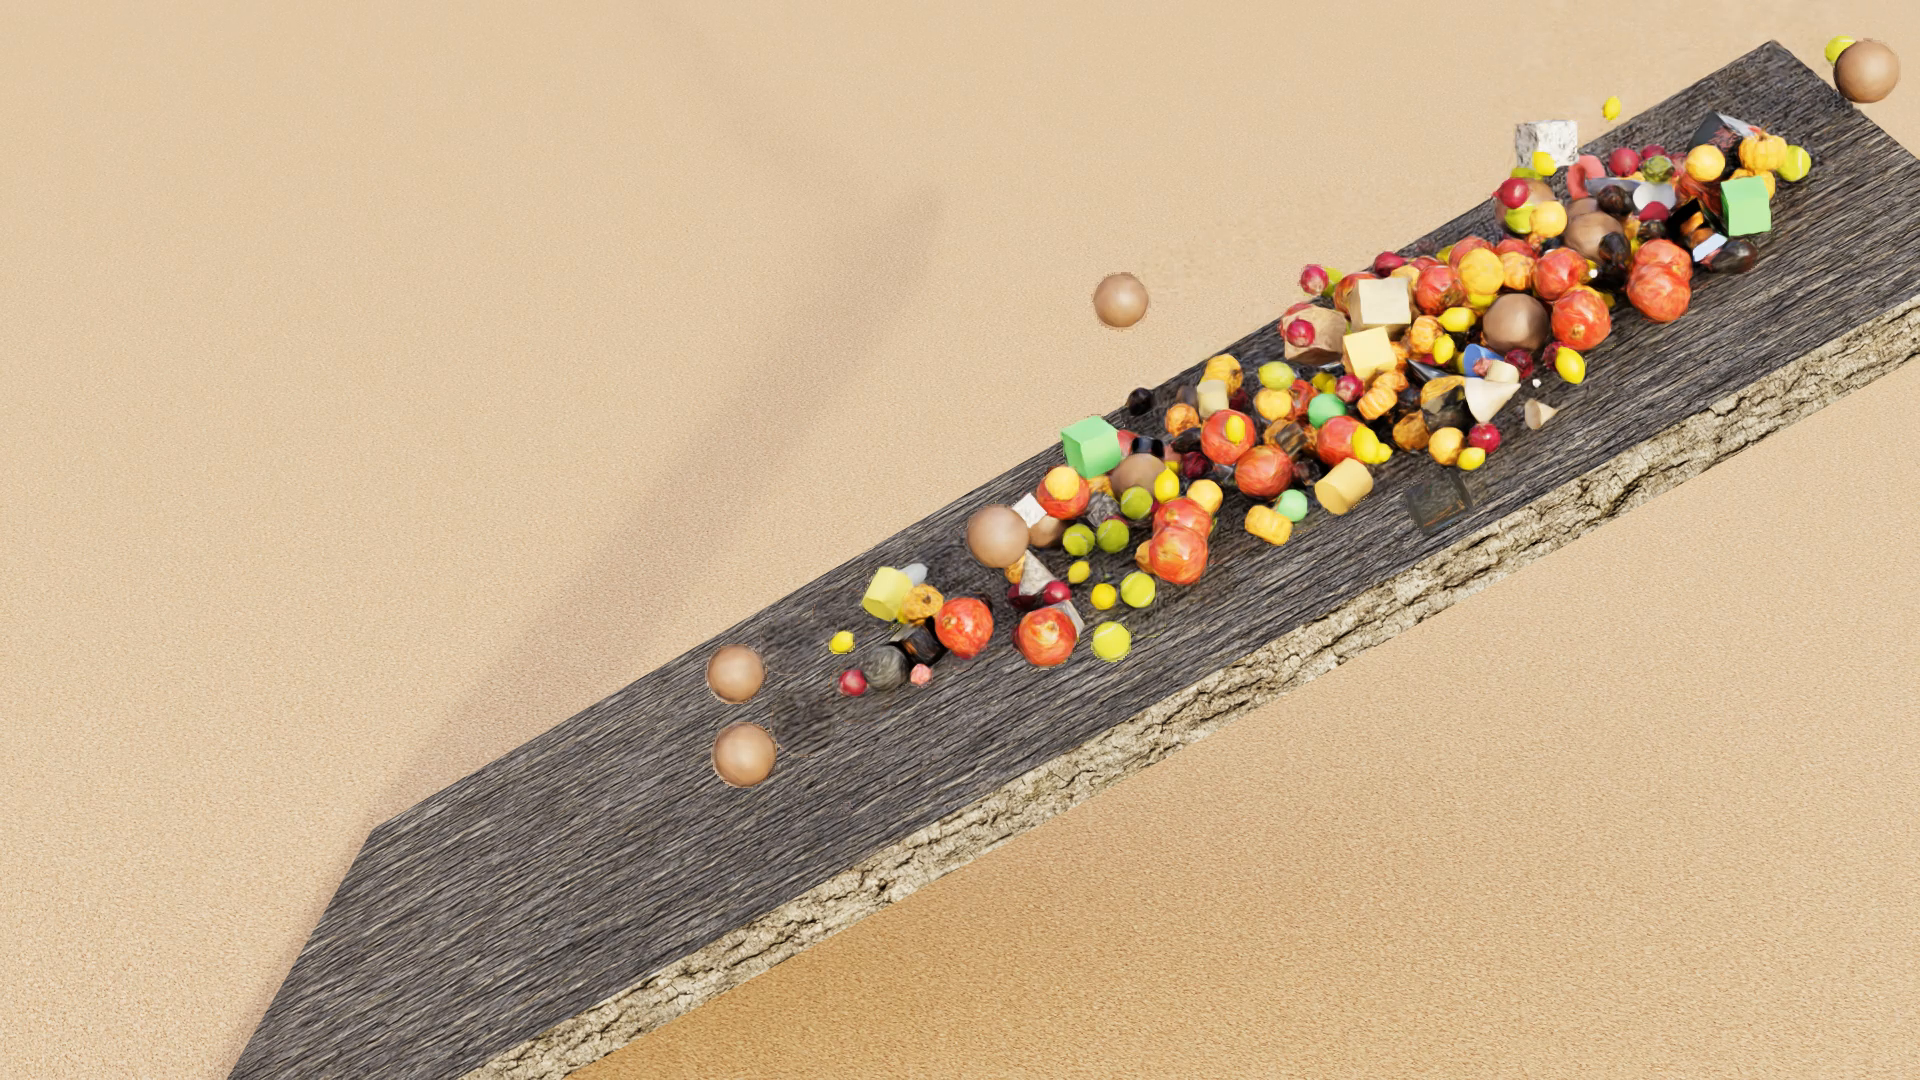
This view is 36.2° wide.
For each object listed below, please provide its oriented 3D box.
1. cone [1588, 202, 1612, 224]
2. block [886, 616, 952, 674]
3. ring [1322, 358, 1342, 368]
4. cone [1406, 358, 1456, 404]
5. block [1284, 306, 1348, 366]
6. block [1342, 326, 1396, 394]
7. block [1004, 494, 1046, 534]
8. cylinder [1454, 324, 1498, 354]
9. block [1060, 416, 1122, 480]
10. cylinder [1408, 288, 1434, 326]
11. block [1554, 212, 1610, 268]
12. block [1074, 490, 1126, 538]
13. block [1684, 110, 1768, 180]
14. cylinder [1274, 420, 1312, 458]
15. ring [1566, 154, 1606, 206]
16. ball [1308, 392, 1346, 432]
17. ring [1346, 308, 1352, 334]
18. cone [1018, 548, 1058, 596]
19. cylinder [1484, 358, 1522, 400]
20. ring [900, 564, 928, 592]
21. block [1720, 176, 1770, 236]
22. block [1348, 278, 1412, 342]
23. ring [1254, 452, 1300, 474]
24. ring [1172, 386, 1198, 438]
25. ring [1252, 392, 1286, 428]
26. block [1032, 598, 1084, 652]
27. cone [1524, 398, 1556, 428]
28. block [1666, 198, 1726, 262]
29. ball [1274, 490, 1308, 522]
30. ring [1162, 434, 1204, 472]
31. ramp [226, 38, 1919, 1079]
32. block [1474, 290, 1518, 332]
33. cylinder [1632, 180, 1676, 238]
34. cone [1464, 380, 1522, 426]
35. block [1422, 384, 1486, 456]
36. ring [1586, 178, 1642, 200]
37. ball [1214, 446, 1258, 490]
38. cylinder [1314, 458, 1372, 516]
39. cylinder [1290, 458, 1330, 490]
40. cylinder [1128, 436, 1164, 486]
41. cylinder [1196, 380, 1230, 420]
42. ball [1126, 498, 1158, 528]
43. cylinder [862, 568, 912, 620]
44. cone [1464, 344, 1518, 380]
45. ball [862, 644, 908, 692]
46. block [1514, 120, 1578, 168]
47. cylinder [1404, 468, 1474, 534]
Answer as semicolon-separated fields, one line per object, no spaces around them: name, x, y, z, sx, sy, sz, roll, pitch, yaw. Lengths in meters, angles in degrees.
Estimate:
cone;1.352;-0.682;6.282;0.056;0.056;0.056;15;48;-17
block;-0.086;0.221;6.222;0.082;0.082;0.082;-43;17;-32
ring;0.829;-0.410;6.475;0.088;0.029;0.088;-36;15;11
cone;0.918;-0.332;5.840;0.095;0.095;0.095;40;18;-8
block;0.747;-0.427;6.172;0.092;0.092;0.092;9;-19;-35
block;0.819;-0.360;5.891;0.085;0.085;0.085;-13;59;-1
block;0.136;-0.054;6.204;0.055;0.055;0.055;-39;3;29
cylinder;1.036;-0.399;5.910;0.065;0.065;0.065;-5;13;-14
block;0.287;-0.202;6.404;0.089;0.089;0.089;-24;30;-17
cylinder;0.944;-0.489;6.137;0.070;0.070;0.070;17;24;19
block;1.294;-0.626;6.120;0.076;0.076;0.076;-30;15;9
block;0.304;-0.056;6.310;0.069;0.069;0.069;-51;18;-7
block;1.497;-0.767;5.747;0.092;0.092;0.092;10;33;-37
cylinder;0.663;-0.203;5.871;0.055;0.055;0.055;-38;18;8
ring;1.364;-0.782;6.404;0.038;0.114;0.114;-8;21;-24
ball;0.735;-0.255;5.885;0.078;0.078;0.078;0;19;0
ring;0.909;-0.505;6.588;0.140;0.047;0.140;-31;15;9
cone;0.149;0.058;6.029;0.088;0.088;0.088;-16;13;4
cylinder;1.033;-0.307;5.606;0.060;0.060;0.060;20;5;-2
ring;-0.126;0.095;6.807;0.114;0.038;0.114;-31;14;9
block;1.499;-0.637;5.613;0.077;0.077;0.077;-9;36;8
block;0.855;-0.468;5.998;0.099;0.099;0.099;-2;-19;-6
ring;0.642;-0.158;5.974;0.095;0.032;0.095;-13;3;1
ring;0.507;-0.287;6.601;0.041;0.122;0.122;7;18;-8
ring;0.661;-0.277;6.296;0.083;0.083;0.028;17;38;40
block;0.195;0.170;5.845;0.066;0.066;0.066;-24;17;31
cone;1.077;-0.234;5.405;0.057;0.057;0.057;-4;19;-25
block;1.402;-0.591;5.601;0.072;0.072;0.072;33;35;-30
ball;0.641;-0.066;5.689;0.063;0.063;0.063;0;19;0
ring;0.483;-0.190;6.466;0.118;0.039;0.118;-30;16;9
ramp;0.141;0.169;6.288;4.000;0.100;2.000;-29;15;13
block;1.093;-0.467;6.006;0.053;0.053;0.053;18;41;-48
cylinder;1.403;-0.668;5.945;0.085;0.085;0.085;-4;61;8
cone;0.998;-0.272;5.444;0.095;0.095;0.095;-26;8;25
block;0.933;-0.226;5.559;0.086;0.086;0.086;-29;15;15
ring;1.343;-0.717;6.014;0.124;0.041;0.124;4;6;0
ball;0.567;-0.148;6.050;0.092;0.092;0.092;0;19;0
cylinder;0.730;-0.102;5.590;0.078;0.078;0.078;-40;38;-26
cylinder;0.691;-0.131;5.812;0.055;0.055;0.055;-10;-8;-27
cylinder;0.406;-0.173;6.415;0.077;0.077;0.077;2;56;6
cylinder;0.526;-0.292;6.116;0.063;0.063;0.063;-9;28;5
ball;0.382;-0.056;6.188;0.066;0.066;0.066;0;19;0
cylinder;-0.164;0.122;6.651;0.087;0.087;0.087;12;60;30
cone;1.054;-0.344;5.773;0.098;0.098;0.098;-11;21;-14
ball;-0.158;0.269;6.187;0.099;0.099;0.099;0;19;0
block;1.207;-0.815;6.054;0.090;0.090;0.090;-9;11;-19
cylinder;0.850;-0.070;5.216;0.090;0.090;0.090;-28;11;20
